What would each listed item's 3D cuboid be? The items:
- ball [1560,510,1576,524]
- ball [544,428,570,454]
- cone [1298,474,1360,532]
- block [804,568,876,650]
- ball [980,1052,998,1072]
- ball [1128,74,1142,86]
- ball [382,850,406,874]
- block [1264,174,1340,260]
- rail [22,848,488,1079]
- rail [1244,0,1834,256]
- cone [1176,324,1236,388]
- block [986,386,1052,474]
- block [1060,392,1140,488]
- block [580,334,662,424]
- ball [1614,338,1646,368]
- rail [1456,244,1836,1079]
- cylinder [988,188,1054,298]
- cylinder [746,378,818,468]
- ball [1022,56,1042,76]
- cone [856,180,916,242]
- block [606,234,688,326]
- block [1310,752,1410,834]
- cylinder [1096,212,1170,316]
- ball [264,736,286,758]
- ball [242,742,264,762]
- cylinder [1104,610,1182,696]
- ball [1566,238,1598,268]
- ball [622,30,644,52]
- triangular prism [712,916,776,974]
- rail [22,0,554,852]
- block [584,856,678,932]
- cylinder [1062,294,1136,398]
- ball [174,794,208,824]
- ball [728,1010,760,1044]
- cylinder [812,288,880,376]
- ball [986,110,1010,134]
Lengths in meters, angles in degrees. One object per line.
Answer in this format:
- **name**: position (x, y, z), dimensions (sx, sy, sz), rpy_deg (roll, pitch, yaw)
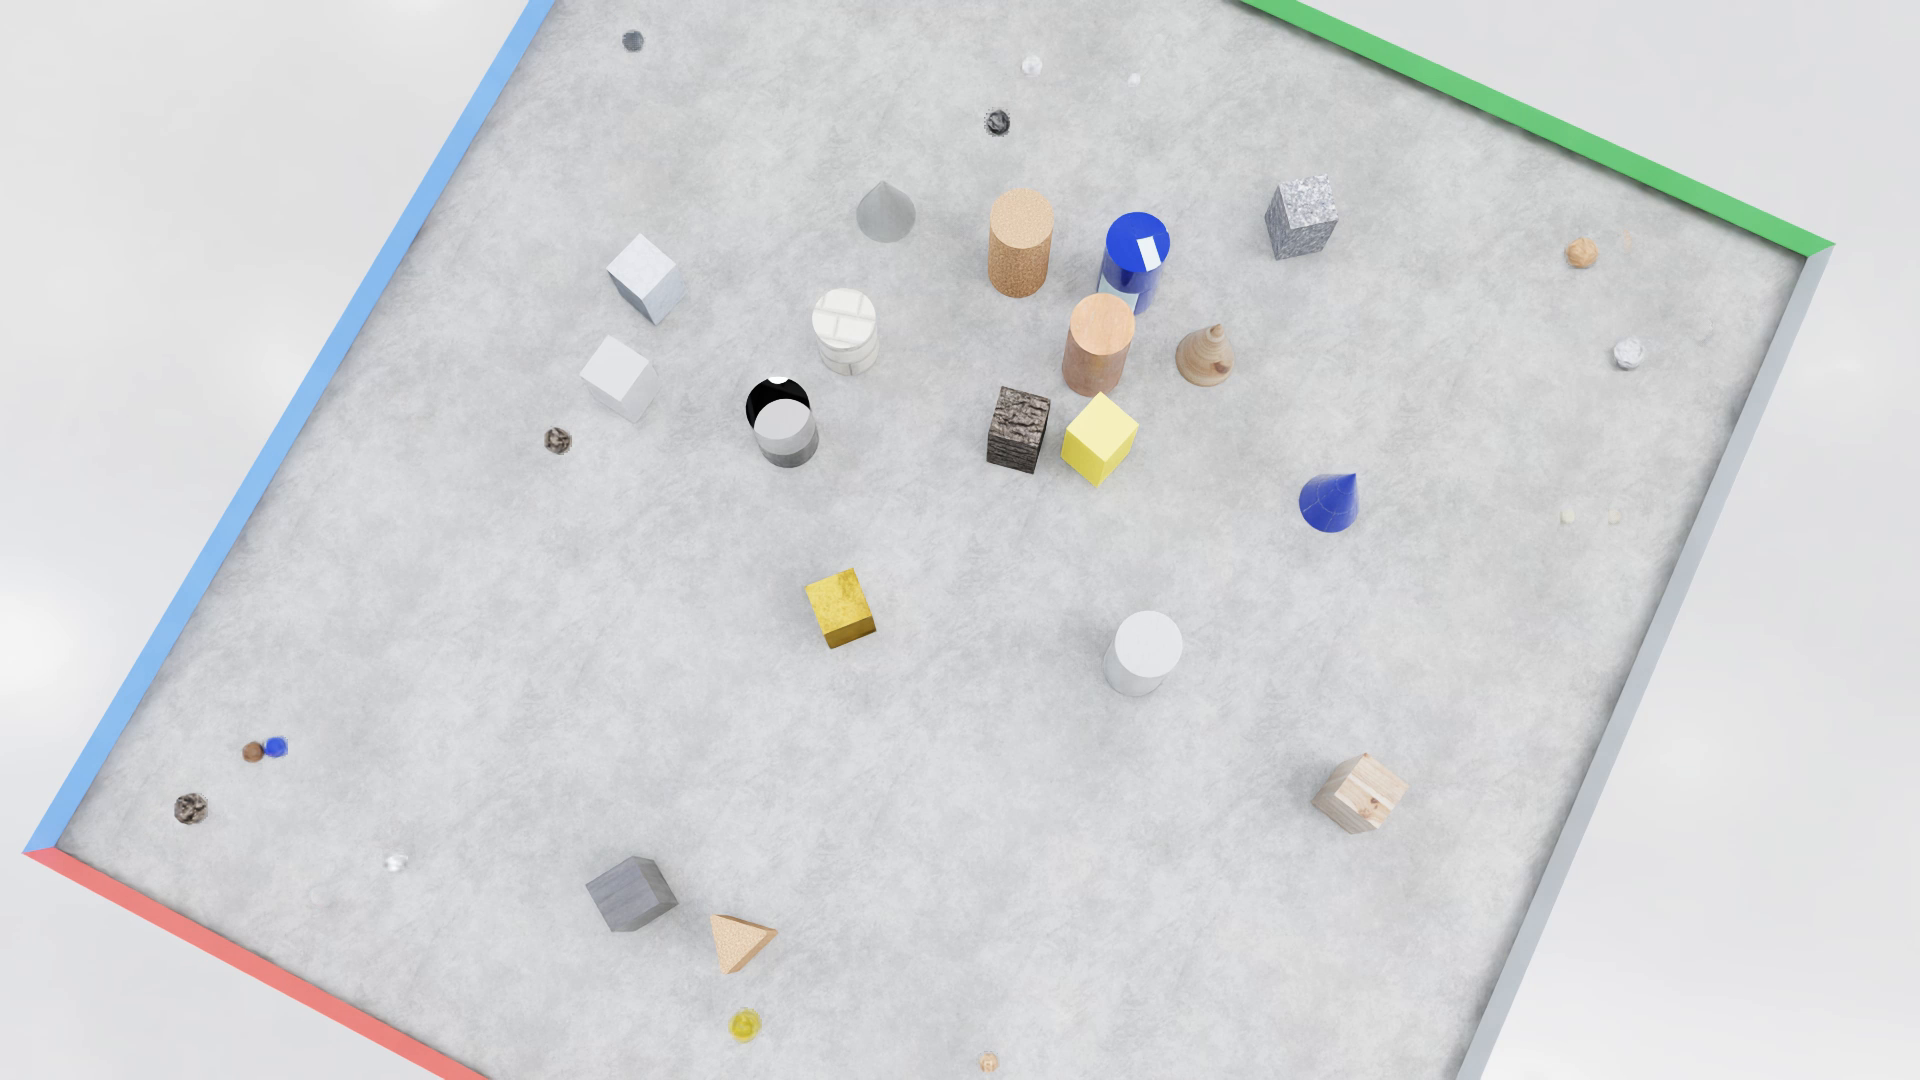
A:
- **ball**: position (1.860, -0.071, 5.608), dimensions (0.045, 0.045, 0.045), rpy_deg (0, 78, 0)
- **ball**: position (-1.241, -0.306, 5.639), dimensions (0.080, 0.080, 0.080), rpy_deg (0, 78, 0)
- **cone**: position (1.137, -0.152, 5.451), dimensions (0.188, 0.386, 0.188), rpy_deg (0, 78, 0)
- **block**: position (-0.350, 0.206, 5.420), dimensions (0.151, 0.301, 0.151), rpy_deg (-22, 79, -4)
- **ball**: position (0.083, 1.505, 5.277), dimensions (0.055, 0.055, 0.055), rpy_deg (0, 78, 0)
- **ball**: position (0.563, -1.483, 5.902), dimensions (0.041, 0.041, 0.041), rpy_deg (0, 78, 0)
- **ball**: position (-1.661, 0.946, 5.385), dimensions (0.069, 0.069, 0.069), rpy_deg (0, 78, 0)
- **block**: position (1.057, -0.999, 5.685), dimensions (0.151, 0.271, 0.151), rpy_deg (-12, 79, -2)
- **rail**: position (-0.906, 1.781, 5.185), dimensions (4.028, 0.122, 0.045), rpy_deg (26, 80, 5)
- **rail**: position (0.906, -1.768, 5.919), dimensions (4.028, 0.122, 0.045), rpy_deg (26, 80, 5)
- **cone**: position (0.768, -0.604, 5.565), dimensions (0.188, 0.345, 0.188), rpy_deg (0, 78, 0)
- **block**: position (0.174, -0.327, 5.512), dimensions (0.151, 0.338, 0.151), rpy_deg (15, 79, 3)
- **block**: position (0.417, -0.297, 5.508), dimensions (0.151, 0.332, 0.151), rpy_deg (41, 81, 8)
- **block**: position (-1.031, -0.488, 5.587), dimensions (0.151, 0.254, 0.151), rpy_deg (33, 80, 6)
- **ball**: position (2.078, -0.580, 5.688), dimensions (0.094, 0.094, 0.094), rpy_deg (0, 78, 0)
- **rail**: position (1.780, 0.878, 5.371), dimensions (0.045, 0.122, 4.099), rpy_deg (26, 80, 5)
- **cylinder**: position (0.182, -0.899, 5.581), dimensions (0.188, 0.434, 0.188), rpy_deg (0, 78, 0)
- **cylinder**: position (-0.531, -0.349, 5.511), dimensions (0.188, 0.348, 0.188), rpy_deg (0, 78, 0)
- **ball**: position (0.233, -1.528, 5.900), dimensions (0.064, 0.064, 0.064), rpy_deg (0, 78, 0)
- **cone**: position (-0.235, -1.063, 5.691), dimensions (0.188, 0.285, 0.188), rpy_deg (0, 78, 0)
- **block**: position (-0.963, -0.801, 5.655), dimensions (0.151, 0.250, 0.151), rpy_deg (41, 81, 8)
- **block**: position (1.148, 0.734, 5.280), dimensions (0.151, 0.361, 0.151), rpy_deg (38, 81, 7)
- **cylinder**: position (0.523, -0.834, 5.581), dimensions (0.188, 0.406, 0.188), rpy_deg (0, 78, 0)
- **ball**: position (-2.039, 0.617, 5.455), dimensions (0.066, 0.066, 0.066), rpy_deg (0, 78, 0)
- **ball**: position (-2.105, 0.632, 5.454), dimensions (0.063, 0.063, 0.063), rpy_deg (0, 78, 0)
- **cylinder**: position (0.526, 0.334, 5.323), dimensions (0.188, 0.440, 0.188), rpy_deg (0, 78, 0)
- **ball**: position (1.955, -0.904, 5.756), dimensions (0.093, 0.093, 0.093), rpy_deg (0, 78, 0)
- **ball**: position (-1.055, -1.612, 5.914), dimensions (0.070, 0.070, 0.070), rpy_deg (0, 78, 0)
- **triangular prism**: position (-0.641, 1.123, 5.221), dimensions (0.163, 0.319, 0.141), rpy_deg (-43, 82, -8)
- **rail**: position (-1.780, -0.865, 5.732), dimensions (0.045, 0.122, 4.099), rpy_deg (26, 80, 5)
- **block**: position (-0.930, 1.011, 5.222), dimensions (0.151, 0.362, 0.151), rpy_deg (-31, 80, -6)
- **cylinder**: position (0.413, -0.581, 5.514), dimensions (0.188, 0.436, 0.188), rpy_deg (0, 78, 0)
- **ball**: position (-2.271, 0.794, 5.405), dimensions (0.092, 0.092, 0.092), rpy_deg (0, 78, 0)
- **ball**: position (-0.623, 1.402, 5.279), dimensions (0.092, 0.092, 0.092), rpy_deg (0, 78, 0)
- **cylinder**: position (-0.346, -0.634, 5.603), dimensions (0.188, 0.283, 0.188), rpy_deg (0, 78, 0)
- **ball**: position (0.122, -1.334, 5.853), dimensions (0.078, 0.078, 0.078), rpy_deg (0, 78, 0)
